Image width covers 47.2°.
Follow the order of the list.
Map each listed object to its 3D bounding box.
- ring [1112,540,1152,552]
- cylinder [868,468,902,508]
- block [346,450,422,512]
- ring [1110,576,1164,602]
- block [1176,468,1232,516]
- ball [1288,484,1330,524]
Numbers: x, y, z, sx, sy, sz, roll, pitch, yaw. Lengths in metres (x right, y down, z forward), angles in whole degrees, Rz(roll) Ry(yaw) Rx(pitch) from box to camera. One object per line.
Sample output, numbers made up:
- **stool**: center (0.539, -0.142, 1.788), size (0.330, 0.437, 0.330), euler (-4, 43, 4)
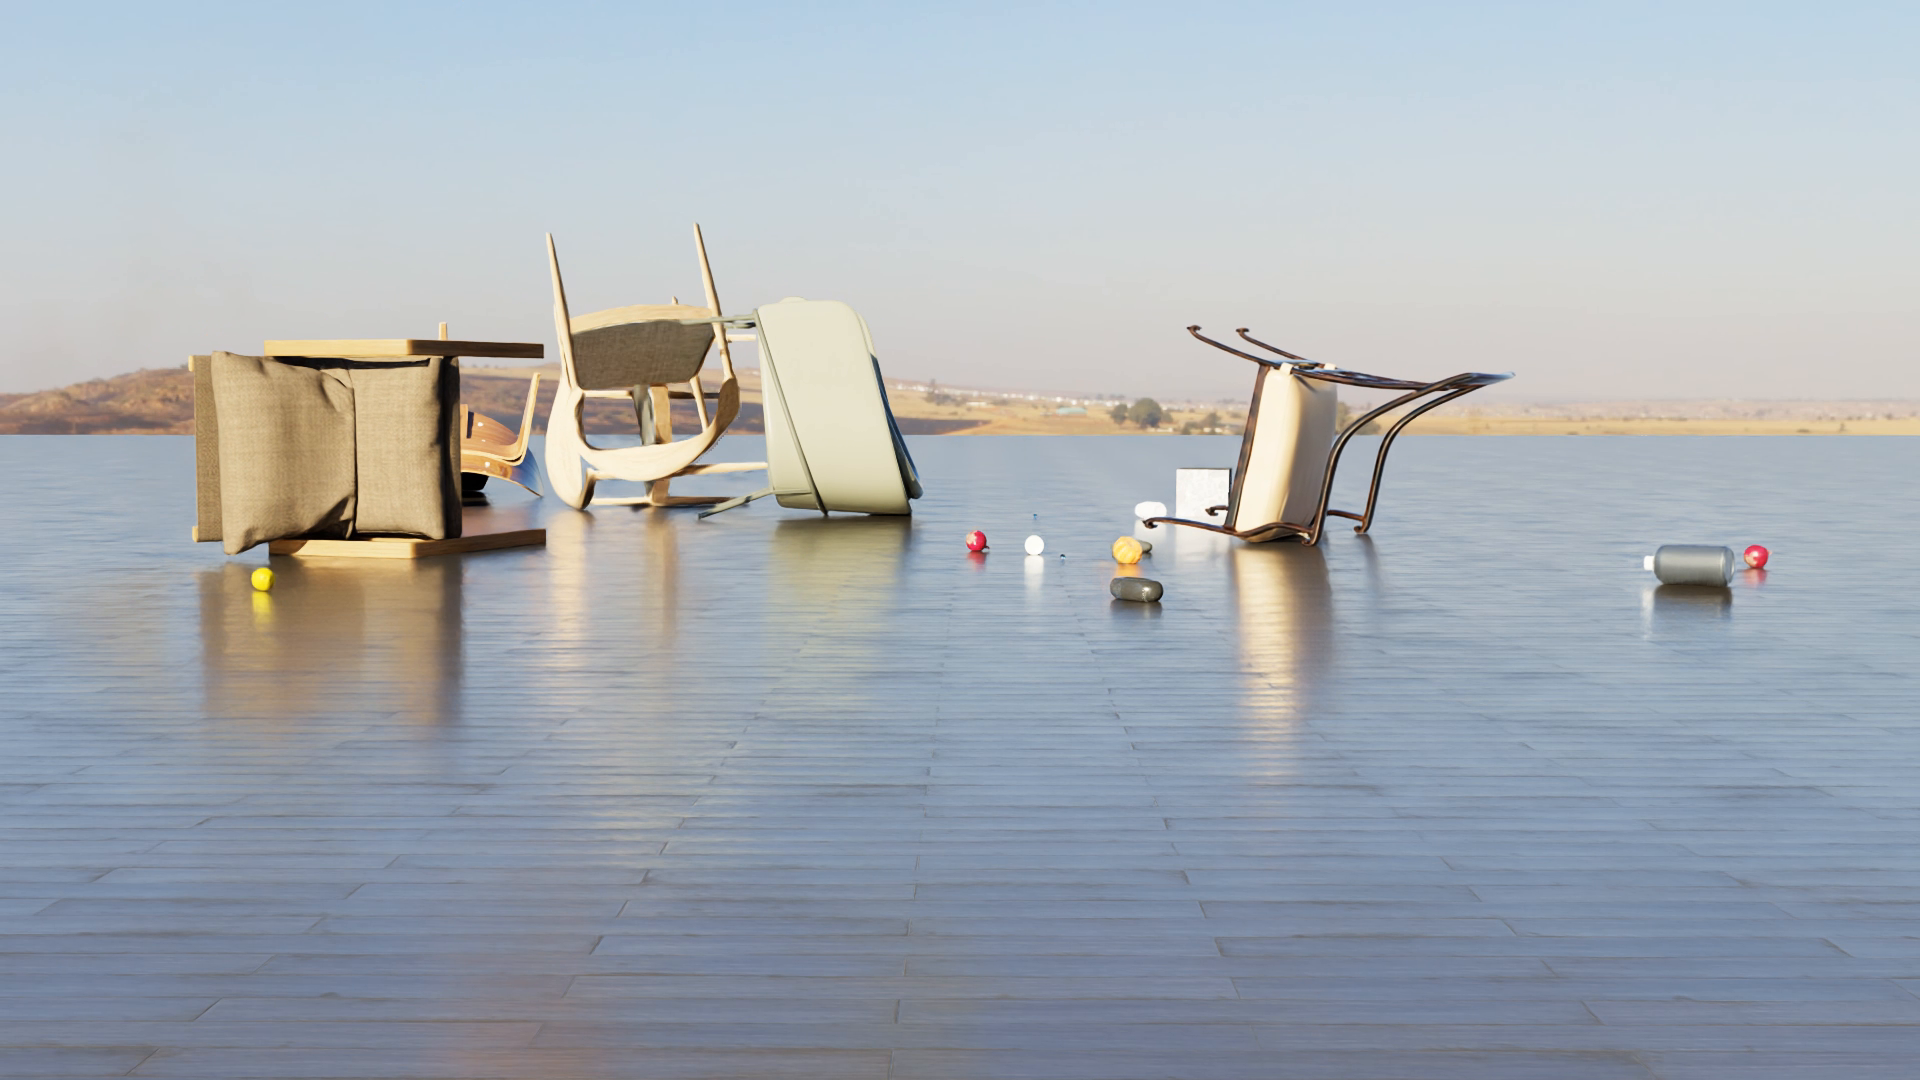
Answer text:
- **ring**: center (0.474, 0.018, 6.077), size (0.122, 0.029, 0.089), euler (3, 6, 34)
- **cylinder**: center (-0.282, -0.197, 8.334), size (0.128, 0.148, 0.180), euler (-1, 4, -17)
- **block**: center (-2.128, -0.218, 8.125), size (0.265, 0.219, 0.173), euler (-1, 4, -15)
- **ring**: center (0.376, 0.105, 4.692), size (0.083, 0.046, 0.145), euler (-1, 5, -38)
- **block**: center (0.878, -0.174, 7.891), size (0.183, 0.163, 0.247), euler (1, 4, 10)
- **ball**: center (1.154, -0.117, 7.272), size (0.134, 0.134, 0.134), euler (0, 4, 0)
